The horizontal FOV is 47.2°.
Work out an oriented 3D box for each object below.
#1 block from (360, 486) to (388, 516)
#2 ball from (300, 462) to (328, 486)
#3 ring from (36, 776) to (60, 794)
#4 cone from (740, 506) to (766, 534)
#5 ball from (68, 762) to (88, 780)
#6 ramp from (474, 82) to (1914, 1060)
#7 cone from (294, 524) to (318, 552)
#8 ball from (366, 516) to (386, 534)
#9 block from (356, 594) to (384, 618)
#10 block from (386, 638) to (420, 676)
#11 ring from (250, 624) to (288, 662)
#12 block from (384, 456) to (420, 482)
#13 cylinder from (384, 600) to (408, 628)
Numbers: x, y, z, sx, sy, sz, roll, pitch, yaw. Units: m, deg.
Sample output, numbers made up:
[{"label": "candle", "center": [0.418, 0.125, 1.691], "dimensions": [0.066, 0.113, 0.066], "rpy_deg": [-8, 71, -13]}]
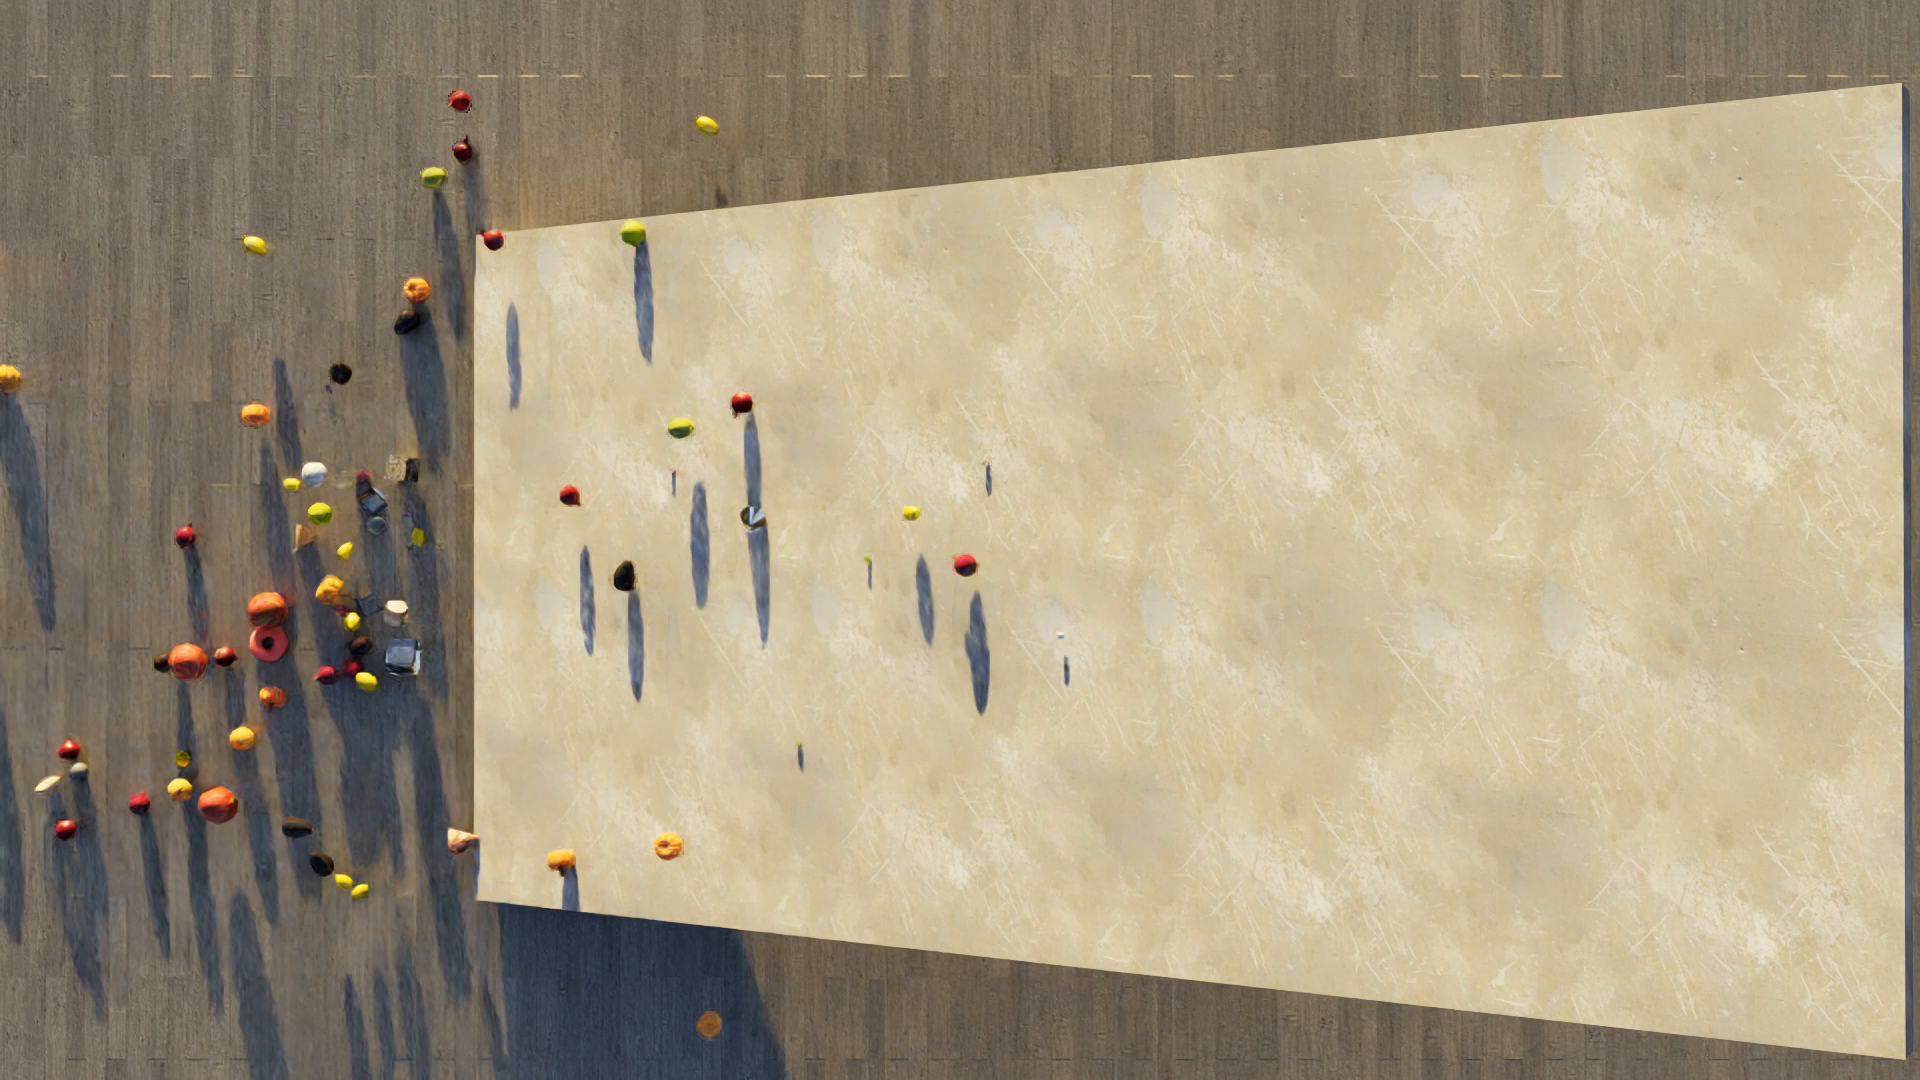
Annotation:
[{"label": "block", "center": [-1.778, -0.117, 6.667], "dimensions": [0.056, 0.056, 0.056], "rpy_deg": [-40, 124, 0]}, {"label": "ball", "center": [-1.908, -0.194, 6.495], "dimensions": [0.075, 0.075, 0.075], "rpy_deg": [0, 89, 0]}, {"label": "ring", "center": [-2.759, 0.742, 6.657], "dimensions": [0.077, 0.077, 0.026], "rpy_deg": [-27, 106, 0]}, {"label": "cone", "center": [-0.578, -0.040, 6.050], "dimensions": [0.073, 0.073, 0.073], "rpy_deg": [13, 49, -15]}, {"label": "ball", "center": [-2.677, 0.701, 6.669], "dimensions": [0.058, 0.058, 0.058], "rpy_deg": [0, 89, 0]}, {"label": "ramp", "center": [0.261, 0.072, 5.603], "dimensions": [4.000, 0.100, 2.000], "rpy_deg": [0, 89, 32]}, {"label": "cone", "center": [-1.993, 0.002, 6.655], "dimensions": [0.078, 0.078, 0.078], "rpy_deg": [29, 79, 0]}, {"label": "ball", "center": [-1.773, -0.046, 6.677], "dimensions": [0.056, 0.056, 0.056], "rpy_deg": [0, 89, 0]}, {"label": "block", "center": [-1.793, 0.200, 6.676], "dimensions": [0.053, 0.053, 0.053], "rpy_deg": [-27, 90, 0]}, {"label": "block", "center": [-1.678, 0.352, 6.626], "dimensions": [0.082, 0.082, 0.082], "rpy_deg": [-1, 60, -1]}, {"label": "ring", "center": [-2.102, 0.314, 6.683], "dimensions": [0.114, 0.038, 0.114], "rpy_deg": [0, 89, -1]}, {"label": "block", "center": [-1.688, -0.217, 6.662], "dimensions": [0.069, 0.069, 0.069], "rpy_deg": [8, 89, 21]}, {"label": "cylinder", "center": [-1.710, 0.223, 6.659], "dimensions": [0.059, 0.059, 0.059], "rpy_deg": [22, 124, 0]}]
